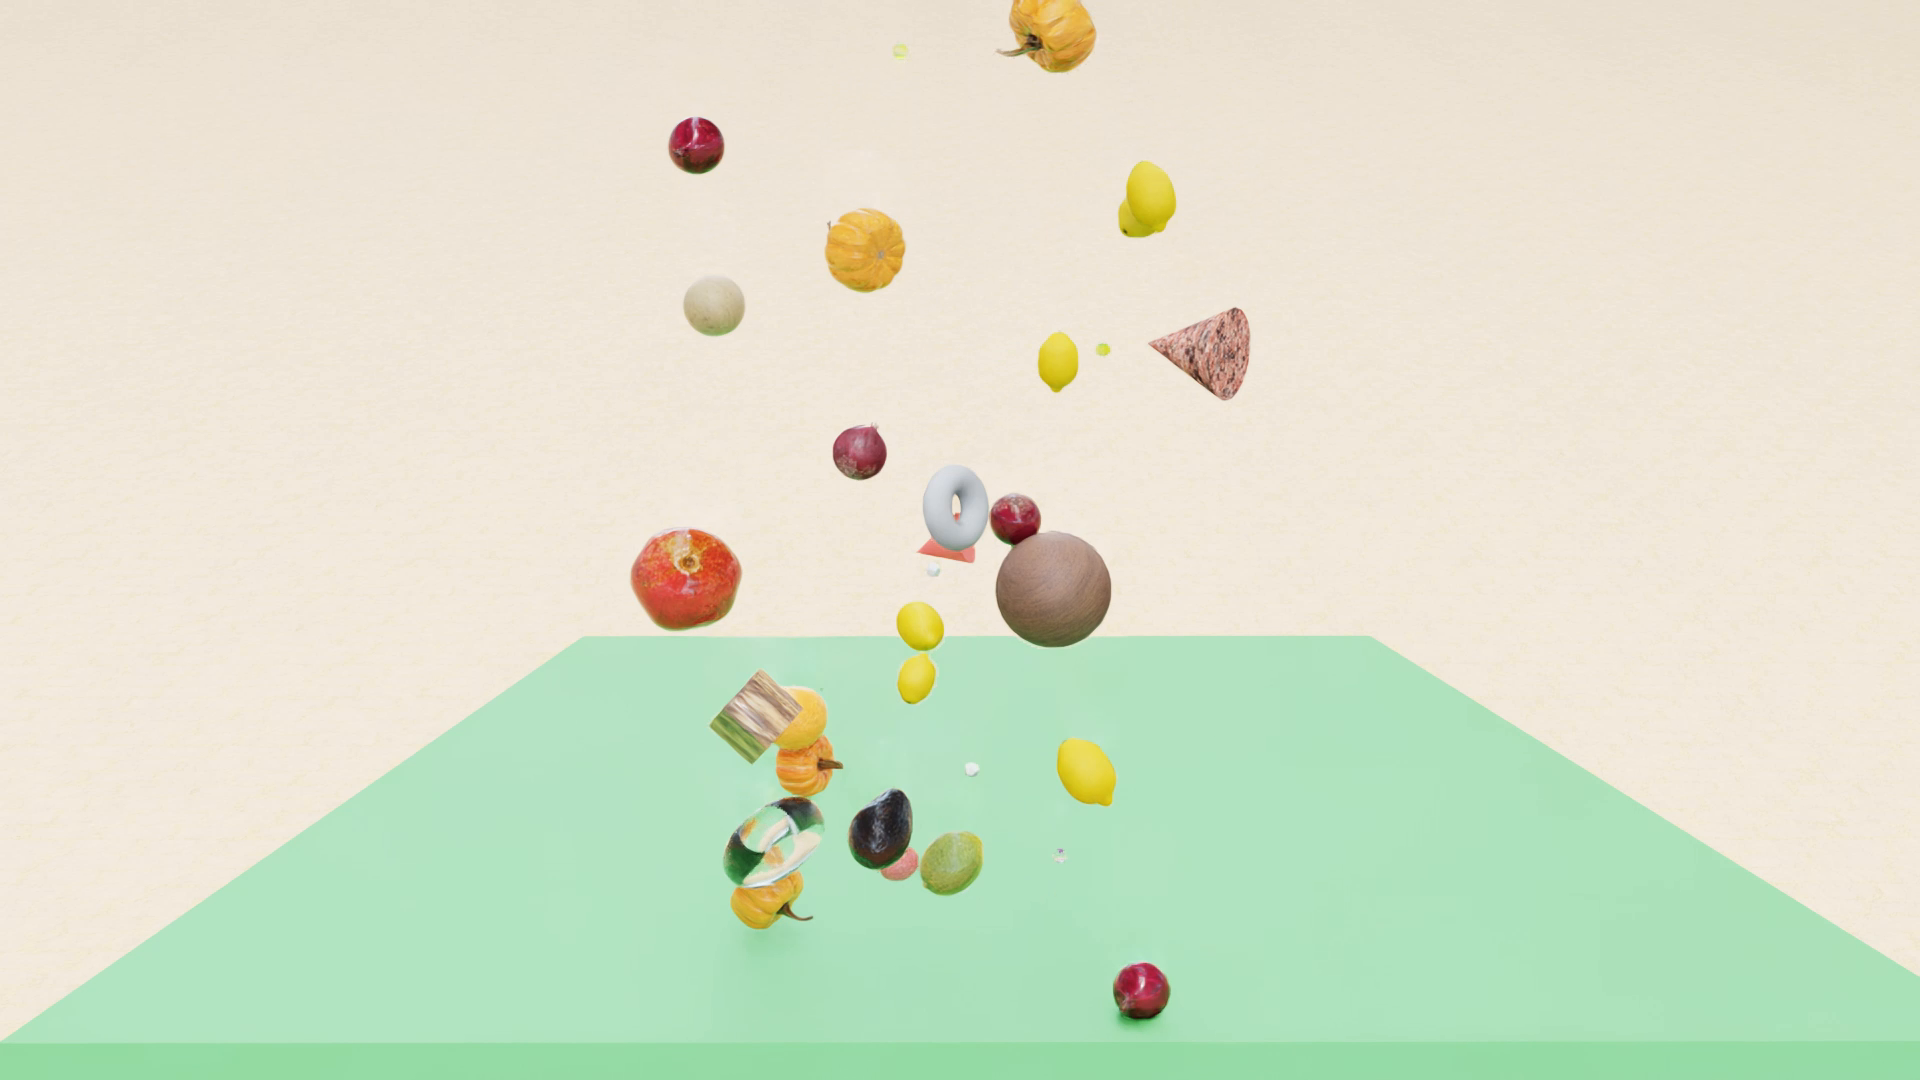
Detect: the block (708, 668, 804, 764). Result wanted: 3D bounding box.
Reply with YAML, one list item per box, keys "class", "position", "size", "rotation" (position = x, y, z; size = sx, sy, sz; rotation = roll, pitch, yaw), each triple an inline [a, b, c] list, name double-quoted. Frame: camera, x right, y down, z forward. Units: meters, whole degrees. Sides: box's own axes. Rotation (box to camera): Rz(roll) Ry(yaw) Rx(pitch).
- class: "block"
  position: [-0.216, 0.187, 2.719]
  size: [0.062, 0.062, 0.062]
  rotation: [-48, 1, -28]

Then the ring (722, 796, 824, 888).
- class: "ring"
  position: [-0.212, 0.344, 2.924]
  size: [0.131, 0.131, 0.044]
  rotation: [-16, 53, -38]

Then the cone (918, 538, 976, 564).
- class: "cone"
  position: [-0.020, 0.005, 2.582]
  size: [0.054, 0.054, 0.054]
  rotation: [-18, 15, 18]

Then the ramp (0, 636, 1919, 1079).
- class: "ramp"
  position: [0.047, 0.420, 4.534]
  size: [2.000, 0.100, 4.000]
  rotation: [0, 4, 0]

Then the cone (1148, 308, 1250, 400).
- class: "cone"
  position: [0.214, -0.179, 2.404]
  size: [0.087, 0.087, 0.087]
  rotation: [10, 22, 30]

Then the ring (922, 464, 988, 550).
- class: "ring"
  position: [-0.004, -0.031, 2.468]
  size: [0.028, 0.083, 0.083]
  rotation: [-2, 14, 40]

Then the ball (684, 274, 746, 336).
- class: "ball"
  position: [-0.266, -0.254, 2.784]
  size: [0.068, 0.068, 0.068]
  rotation: [0, 20, 0]
